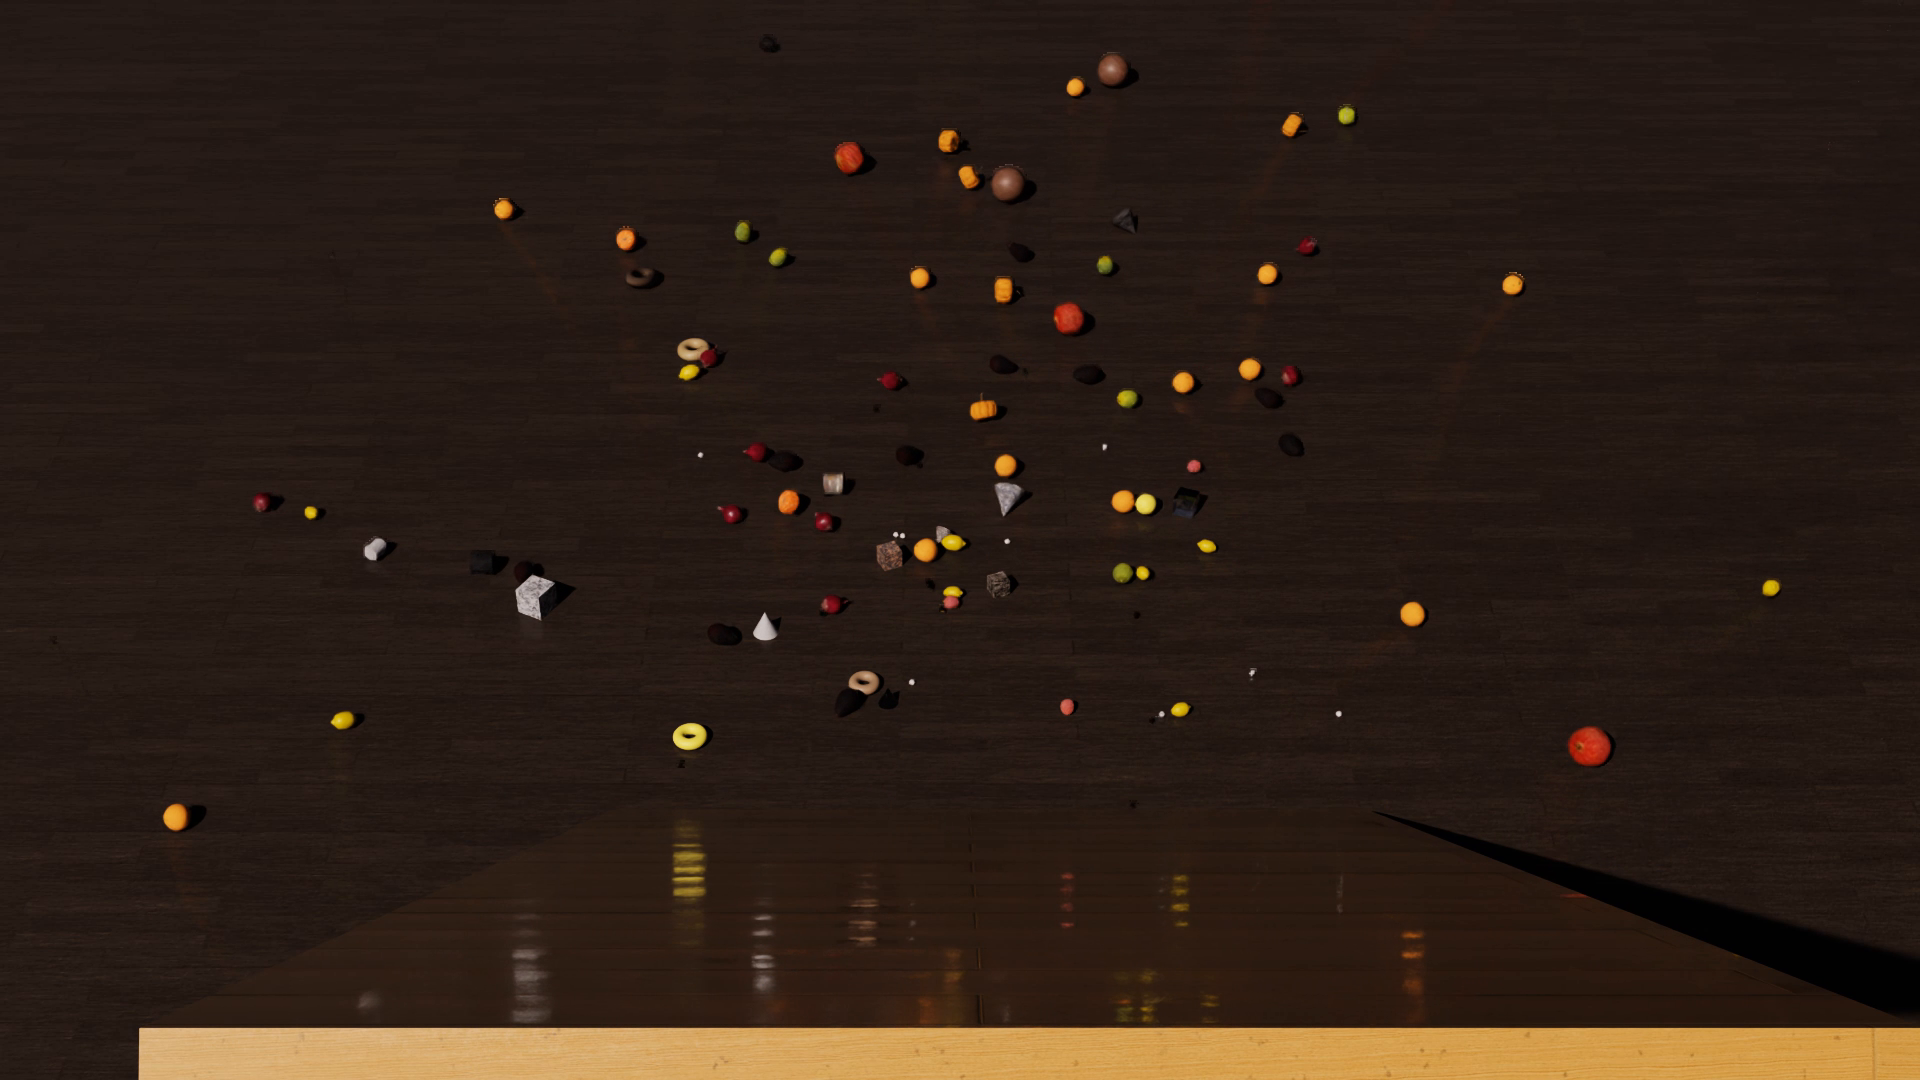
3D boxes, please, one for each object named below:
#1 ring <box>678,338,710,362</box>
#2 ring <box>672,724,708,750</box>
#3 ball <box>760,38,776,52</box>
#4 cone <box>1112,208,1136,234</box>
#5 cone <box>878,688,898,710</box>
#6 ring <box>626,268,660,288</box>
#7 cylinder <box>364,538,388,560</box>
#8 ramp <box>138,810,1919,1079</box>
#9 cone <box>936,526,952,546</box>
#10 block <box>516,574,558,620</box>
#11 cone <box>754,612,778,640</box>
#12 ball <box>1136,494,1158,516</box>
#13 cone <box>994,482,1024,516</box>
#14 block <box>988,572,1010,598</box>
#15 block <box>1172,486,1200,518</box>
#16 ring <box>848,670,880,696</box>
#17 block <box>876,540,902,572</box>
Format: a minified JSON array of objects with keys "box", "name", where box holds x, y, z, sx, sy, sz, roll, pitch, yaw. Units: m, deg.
[{"box":[-0.905,-0.647,8.841,0.114,0.038,0.114,-1,37,1],"name":"ring"},{"box":[-0.750,0.547,7.240,0.098,0.033,0.098,-1,37,1],"name":"ring"},{"box":[-0.789,-2.035,10.686,0.062,0.062,0.062,0,37,0],"name":"ball"},{"box":[0.617,-1.151,9.516,0.092,0.092,0.092,-27,71,-32],"name":"cone"},{"box":[-0.204,0.440,7.363,0.057,0.057,0.057,0,37,0],"name":"cone"},{"box":[-1.125,-0.930,9.219,0.120,0.040,0.120,0,33,0],"name":"ring"},{"box":[-1.780,0.029,7.920,0.051,0.051,0.051,21,31,26],"name":"cylinder"},{"box":[0.081,0.681,4.910,2.000,0.100,4.000,0,-2,0],"name":"ramp"},{"box":[-0.059,-0.003,7.985,0.057,0.057,0.057,16,67,21],"name":"cone"},{"box":[-1.253,0.170,7.704,0.083,0.083,0.083,18,40,23],"name":"block"},{"box":[-0.570,0.241,7.616,0.075,0.075,0.075,0,37,0],"name":"cone"},{"box":[0.580,-0.111,8.095,0.067,0.067,0.067,0,37,0],"name":"ball"},{"box":[0.145,-0.112,8.117,0.097,0.097,0.097,8,64,11],"name":"cone"},{"box":[0.116,0.134,7.778,0.052,0.052,0.052,-15,39,-19],"name":"block"},{"box":[0.705,-0.116,8.105,0.064,0.064,0.064,14,39,18],"name":"block"},{"box":[-0.272,0.408,7.428,0.092,0.031,0.092,0,38,0],"name":"ring"},{"box":[-0.214,0.048,7.889,0.058,0.058,0.058,-17,40,-21],"name":"block"}]
